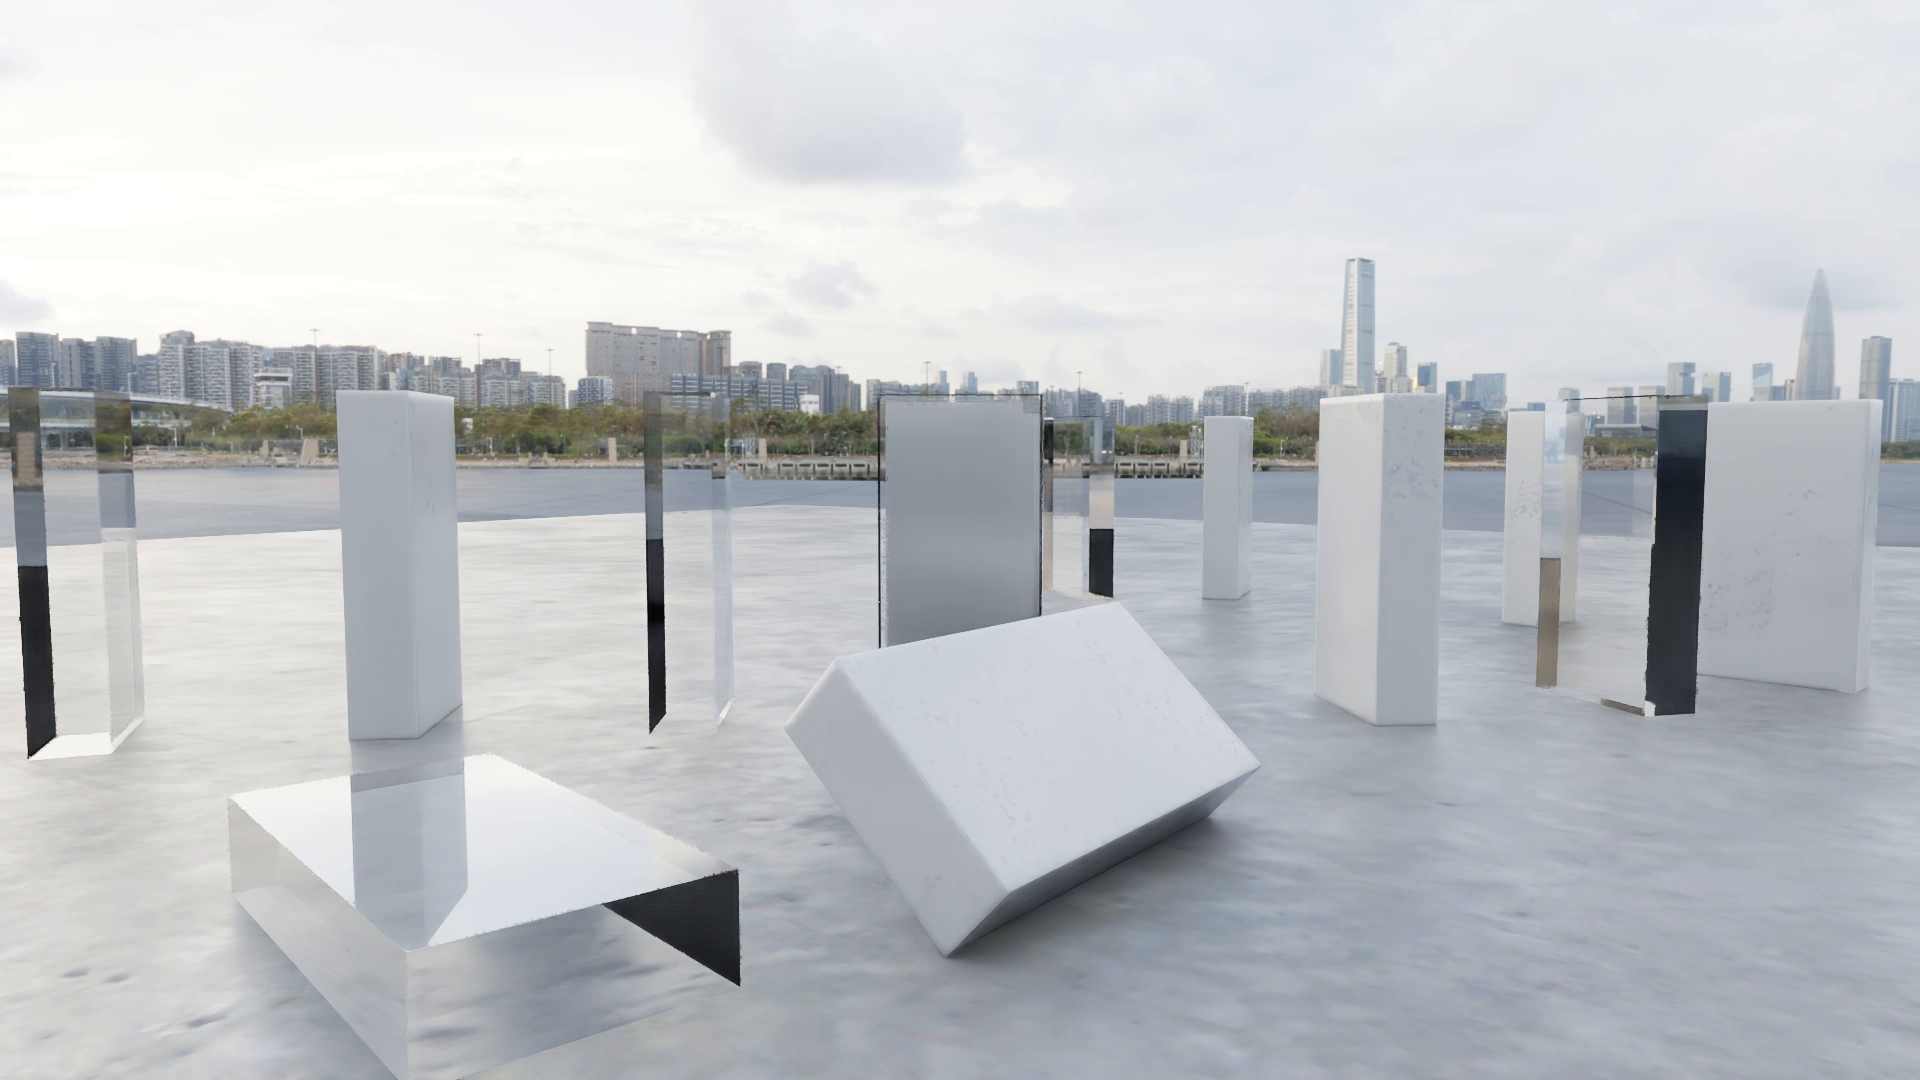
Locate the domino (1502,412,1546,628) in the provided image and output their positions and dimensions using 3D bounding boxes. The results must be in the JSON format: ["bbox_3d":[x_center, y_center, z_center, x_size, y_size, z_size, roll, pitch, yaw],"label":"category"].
[{"bbox_3d":[0.142,-0.005,0.307,0.025,0.050,0.010,-3,5,-36],"label":"domino"}]

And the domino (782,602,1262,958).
[{"bbox_3d":[0.009,0.021,0.129,0.025,0.009,0.050,50,30,22],"label":"domino"}]

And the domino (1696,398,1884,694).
[{"bbox_3d":[0.147,0.000,0.229,0.009,0.050,0.025,-4,6,-43],"label":"domino"}]

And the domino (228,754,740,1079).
[{"bbox_3d":[-0.043,0.030,0.111,0.025,0.010,0.050,-4,6,-41],"label":"domino"}]

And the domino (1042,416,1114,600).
[{"bbox_3d":[0.033,-0.010,0.362,0.009,0.050,0.025,-2,5,-22],"label":"domino"}]

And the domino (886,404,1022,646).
[{"bbox_3d":[-0.001,-0.001,0.244,0.025,0.050,0.009,0,4,-1],"label":"domino"}]

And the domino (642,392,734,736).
[{"bbox_3d":[-0.041,0.003,0.198,0.010,0.050,0.025,0,4,-4],"label":"domino"}]

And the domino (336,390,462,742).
[{"bbox_3d":[-0.084,0.003,0.195,0.009,0.050,0.025,-1,4,-7],"label":"domino"}]

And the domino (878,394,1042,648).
[{"bbox_3d":[0.000,0.002,0.201,0.025,0.050,0.009,0,4,0],"label":"domino"}]

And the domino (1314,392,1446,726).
[{"bbox_3d":[0.066,0.002,0.204,0.010,0.050,0.025,0,4,-6],"label":"domino"}]

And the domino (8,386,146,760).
[{"bbox_3d":[-0.126,0.004,0.184,0.009,0.050,0.025,-2,5,-23],"label":"domino"}]

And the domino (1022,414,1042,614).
[{"bbox_3d":[0.008,-0.007,0.329,0.025,0.050,0.009,1,5,18],"label":"domino"}]

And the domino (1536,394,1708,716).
[{"bbox_3d":[0.109,0.002,0.212,0.010,0.050,0.025,-1,4,-14],"label":"domino"}]

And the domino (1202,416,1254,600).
[{"bbox_3d":[0.075,-0.009,0.360,0.009,0.050,0.025,2,5,21],"label":"domino"}]

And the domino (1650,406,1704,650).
[{"bbox_3d":[0.160,-0.003,0.269,0.025,0.050,0.010,-1,4,-8],"label":"domino"}]
